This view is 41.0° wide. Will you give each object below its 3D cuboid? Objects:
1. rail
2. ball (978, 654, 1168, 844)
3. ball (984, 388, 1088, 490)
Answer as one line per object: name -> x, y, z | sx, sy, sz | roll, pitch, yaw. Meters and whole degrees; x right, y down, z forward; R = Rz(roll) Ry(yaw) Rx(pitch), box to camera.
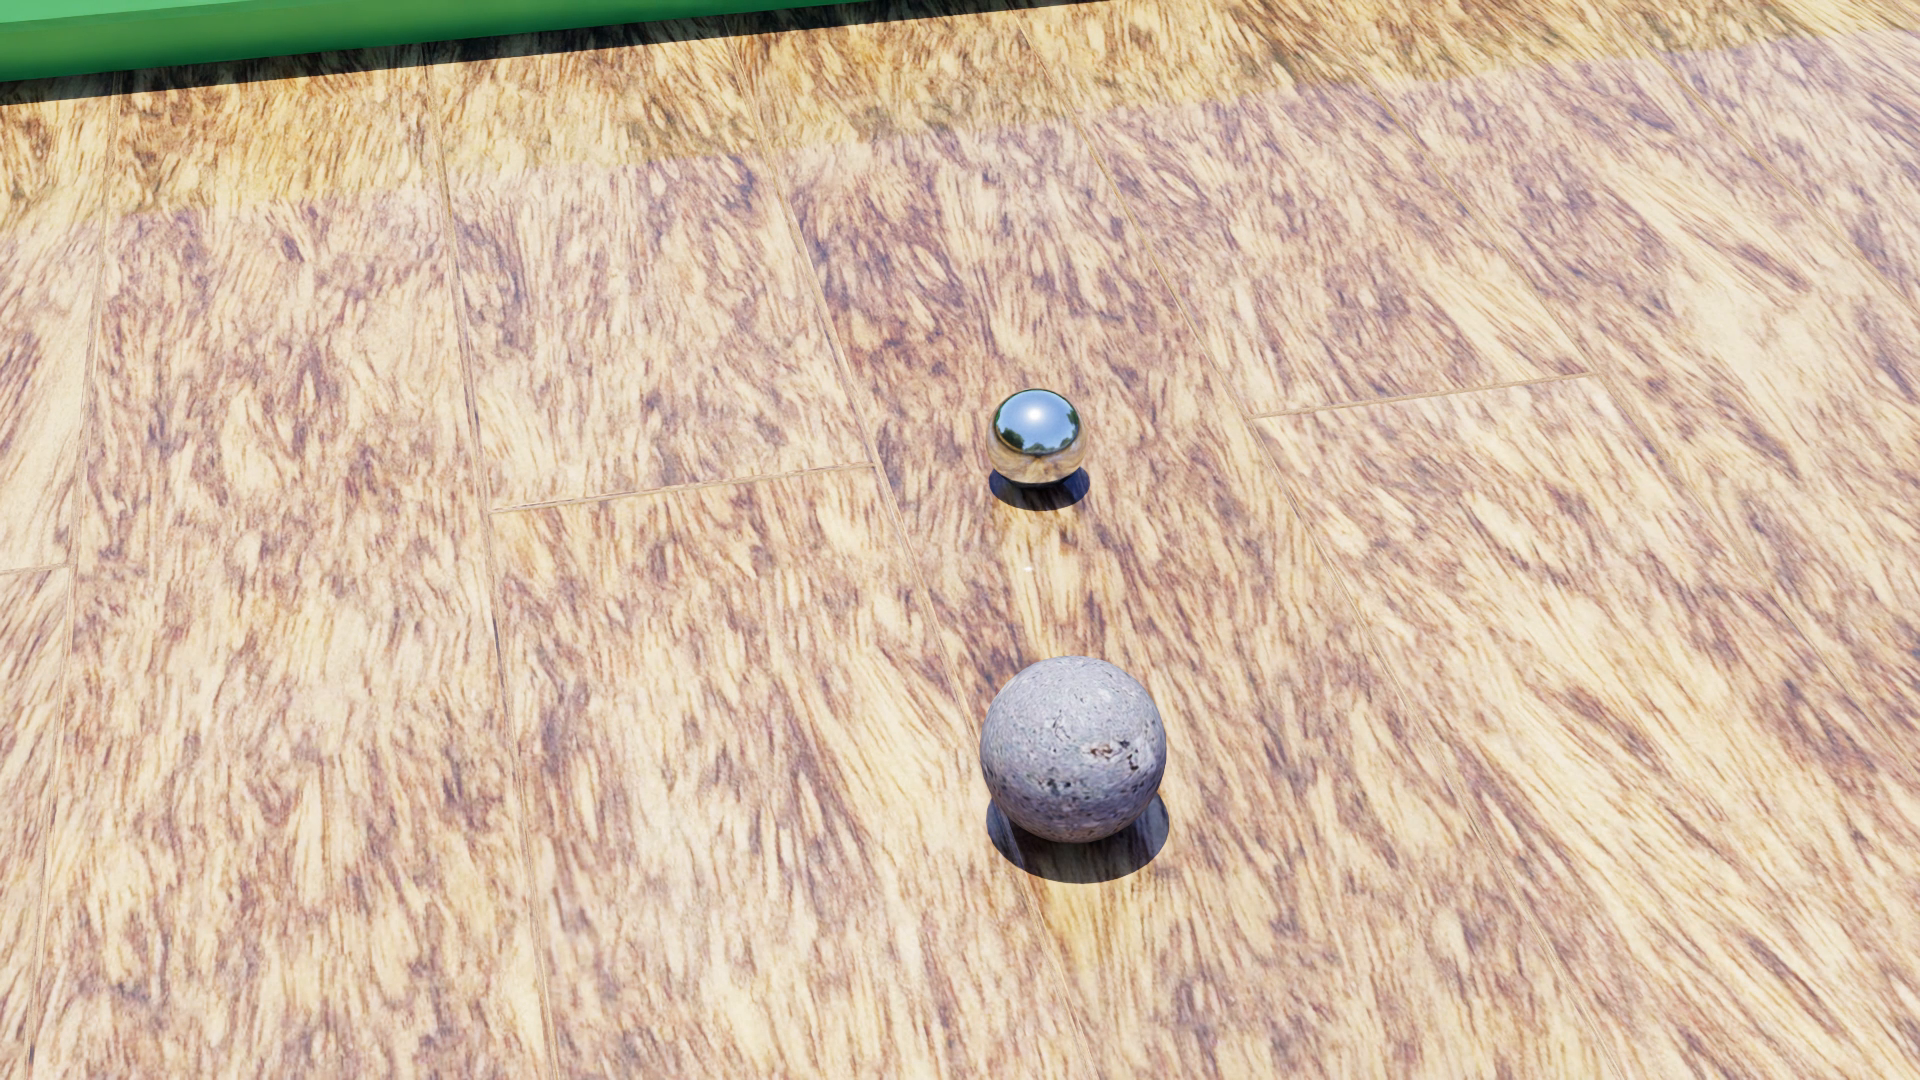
rail -> 0.626, -0.601, 2.300 | 3.304, 0.129, 0.045 | -8, 37, -10
ball -> 0.060, 0.110, 1.352 | 0.099, 0.099, 0.099 | 0, 36, 0
ball -> 0.048, -0.064, 1.620 | 0.065, 0.065, 0.065 | 0, 36, 0
